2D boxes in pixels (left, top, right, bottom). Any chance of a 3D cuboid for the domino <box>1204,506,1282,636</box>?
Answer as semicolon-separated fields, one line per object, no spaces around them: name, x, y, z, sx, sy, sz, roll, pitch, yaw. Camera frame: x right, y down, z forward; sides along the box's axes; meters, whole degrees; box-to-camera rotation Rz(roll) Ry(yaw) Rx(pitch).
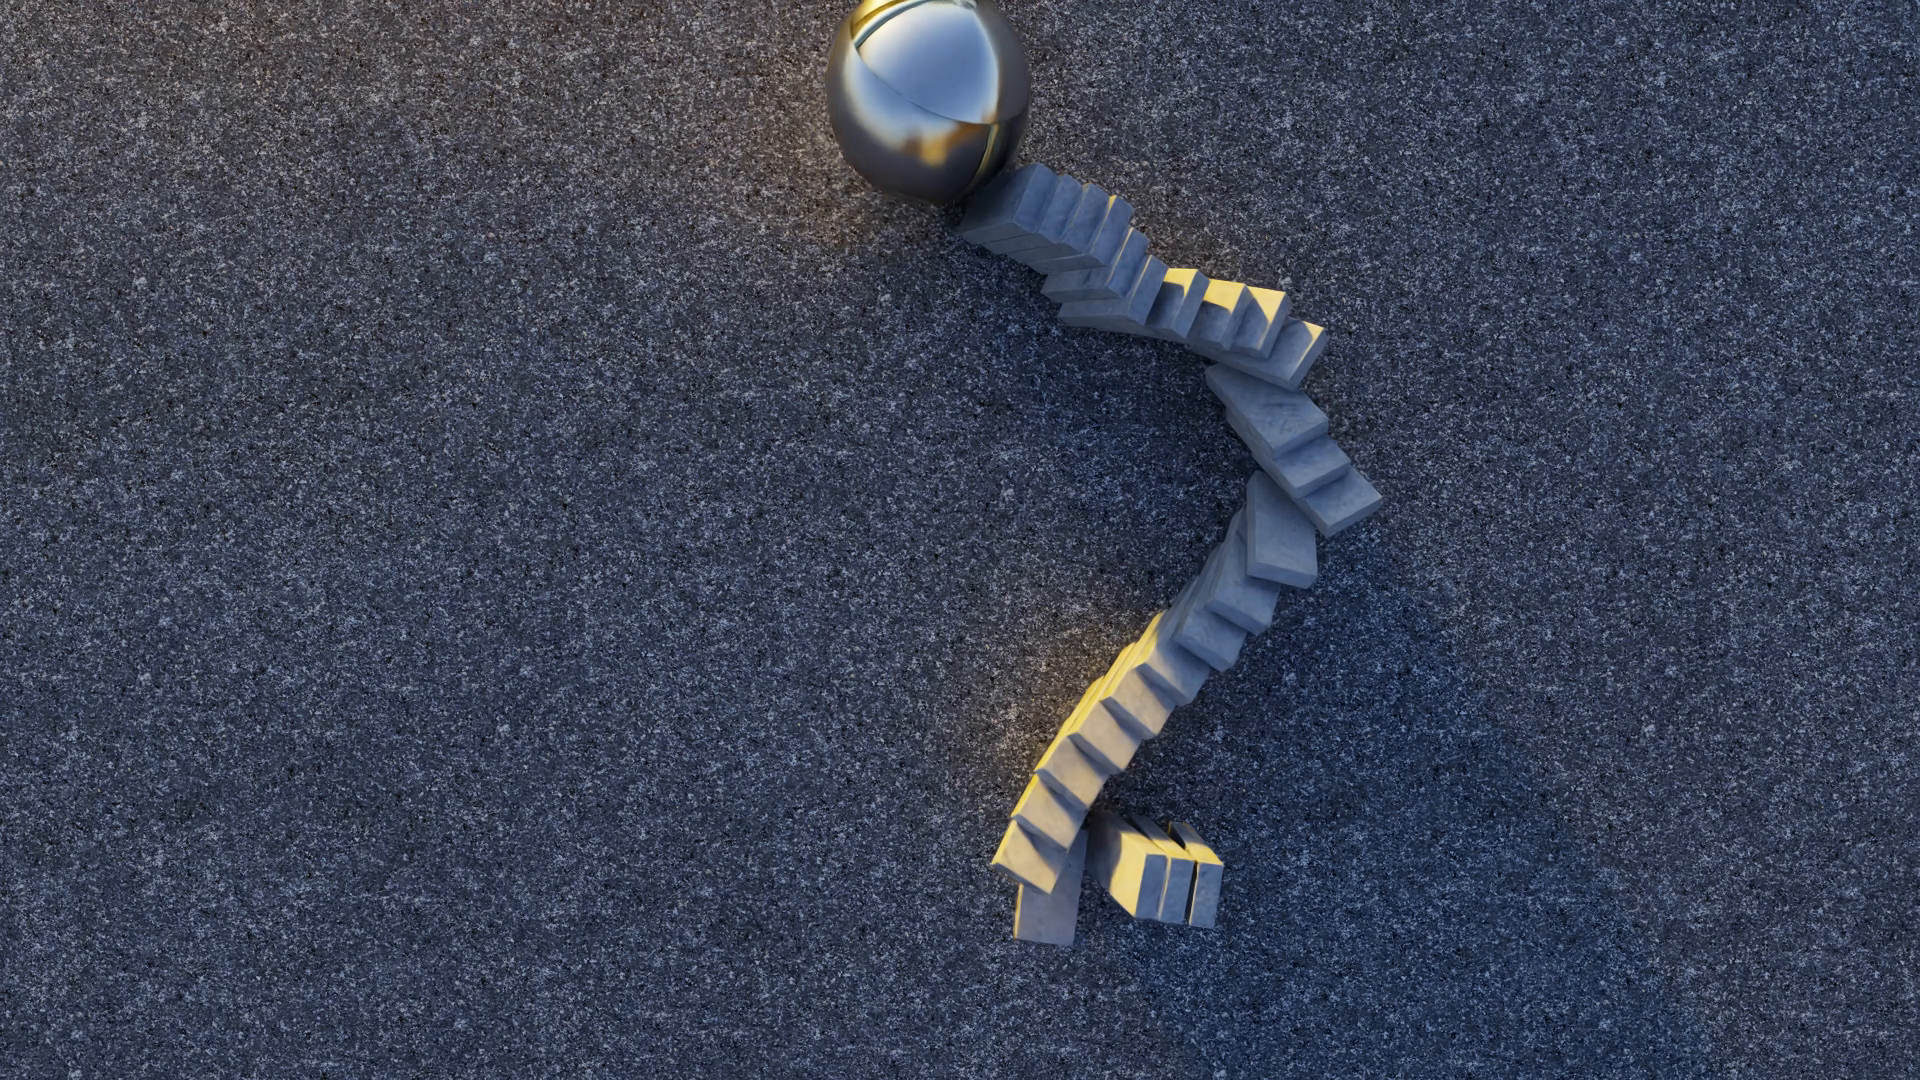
domino;0.121;0.012;0.383;0.025;0.009;0.050;28;58;0

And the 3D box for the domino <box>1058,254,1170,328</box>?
domino;0.062;-0.101;0.376;0.010;0.050;0.025;24;90;-29

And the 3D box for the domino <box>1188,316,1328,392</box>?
domino;0.123;-0.083;0.381;0.050;0.009;0.025;34;90;37

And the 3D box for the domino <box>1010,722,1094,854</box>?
domino;0.045;0.101;0.383;0.025;0.010;0.050;37;59;0

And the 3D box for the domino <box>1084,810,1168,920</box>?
domino;0.067;0.131;0.375;0.010;0.050;0.025;11;90;-16

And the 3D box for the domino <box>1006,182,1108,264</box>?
domino;0.038;-0.129;0.376;0.009;0.050;0.025;24;90;-29

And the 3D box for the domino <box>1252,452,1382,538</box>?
domino;0.148;-0.027;0.382;0.025;0.009;0.050;-29;57;-4

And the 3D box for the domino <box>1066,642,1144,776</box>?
domino;0.069;0.070;0.384;0.025;0.010;0.050;40;60;0

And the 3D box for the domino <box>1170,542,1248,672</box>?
domino;0.109;0.028;0.383;0.025;0.010;0.050;34;59;0

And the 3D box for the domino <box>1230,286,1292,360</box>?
domino;0.108;-0.093;0.381;0.050;0.010;0.025;24;90;38

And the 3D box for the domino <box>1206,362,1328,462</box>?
domino;0.127;-0.058;0.382;0.025;0.009;0.050;-28;56;0

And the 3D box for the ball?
ball;-0.013;-0.174;0.360;0.080;0.080;0.080;0;90;0

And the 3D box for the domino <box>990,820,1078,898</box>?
domino;0.036;0.119;0.383;0.025;0.010;0.050;32;59;1

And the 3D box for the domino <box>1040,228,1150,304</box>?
domino;0.054;-0.112;0.376;0.010;0.050;0.025;24;90;-29

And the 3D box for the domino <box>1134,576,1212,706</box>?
domino;0.096;0.042;0.383;0.025;0.009;0.050;40;60;0

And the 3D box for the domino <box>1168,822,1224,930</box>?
domino;0.094;0.136;0.375;0.010;0.050;0.025;9;90;0

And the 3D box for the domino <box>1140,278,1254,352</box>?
domino;0.093;-0.096;0.380;0.050;0.010;0.025;24;90;41

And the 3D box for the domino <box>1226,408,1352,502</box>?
domino;0.136;-0.042;0.382;0.025;0.009;0.050;-27;56;-2

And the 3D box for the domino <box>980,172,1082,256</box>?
domino;0.028;-0.133;0.376;0.009;0.050;0.025;24;90;-29

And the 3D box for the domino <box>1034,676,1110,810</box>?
domino;0.055;0.085;0.383;0.025;0.010;0.050;41;60;0

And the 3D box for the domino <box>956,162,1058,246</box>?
domino;0.018;-0.137;0.376;0.010;0.050;0.025;24;90;-29

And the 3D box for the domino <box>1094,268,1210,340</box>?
domino;0.076;-0.098;0.377;0.010;0.050;0.025;24;90;-38

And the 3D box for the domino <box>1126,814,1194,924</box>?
domino;0.079;0.133;0.375;0.010;0.050;0.025;11;90;-9

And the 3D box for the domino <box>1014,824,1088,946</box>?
domino;0.039;0.147;0.395;0.025;0.009;0.050;8;90;0

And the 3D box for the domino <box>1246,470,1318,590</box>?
domino;0.133;-0.005;0.381;0.025;0.010;0.050;14;52;0

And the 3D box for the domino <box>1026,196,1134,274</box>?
domino;0.048;-0.124;0.376;0.009;0.050;0.025;24;90;-29

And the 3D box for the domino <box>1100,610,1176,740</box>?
domino;0.082;0.056;0.384;0.025;0.010;0.050;41;61;0
